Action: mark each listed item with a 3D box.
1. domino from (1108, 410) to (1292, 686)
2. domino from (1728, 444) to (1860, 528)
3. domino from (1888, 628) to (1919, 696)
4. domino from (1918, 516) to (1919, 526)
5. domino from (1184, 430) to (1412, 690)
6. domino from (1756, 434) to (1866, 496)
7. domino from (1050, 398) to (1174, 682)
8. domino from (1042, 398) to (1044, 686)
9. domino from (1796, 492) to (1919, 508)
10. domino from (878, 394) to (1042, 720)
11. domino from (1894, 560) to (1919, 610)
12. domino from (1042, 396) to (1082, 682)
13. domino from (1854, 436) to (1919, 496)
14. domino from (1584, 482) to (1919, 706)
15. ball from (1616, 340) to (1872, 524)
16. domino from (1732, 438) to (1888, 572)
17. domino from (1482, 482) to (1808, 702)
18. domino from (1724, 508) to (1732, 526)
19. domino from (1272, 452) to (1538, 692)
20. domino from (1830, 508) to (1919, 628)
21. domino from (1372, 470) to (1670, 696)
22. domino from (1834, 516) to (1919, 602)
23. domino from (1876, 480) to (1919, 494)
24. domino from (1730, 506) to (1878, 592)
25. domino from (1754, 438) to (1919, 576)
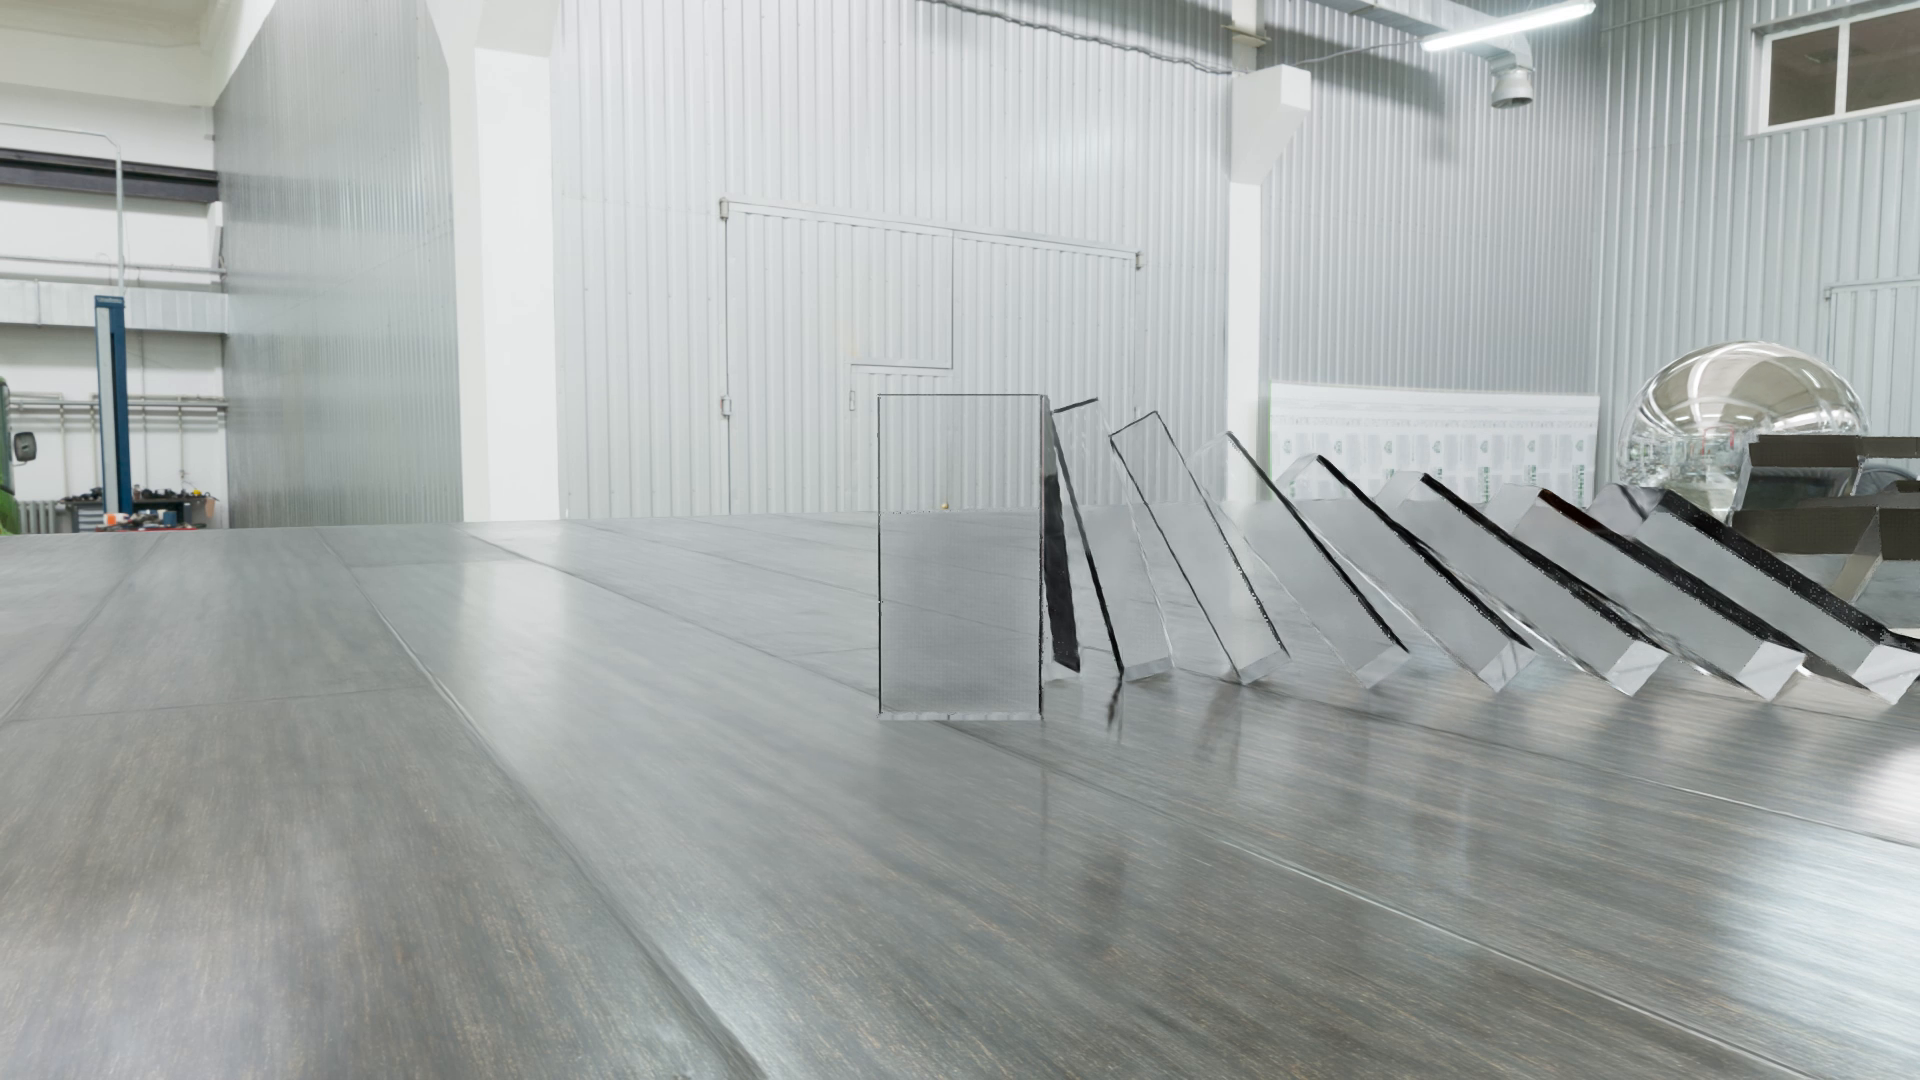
[{"bbox_3d":[0.044,0.001,0.237,0.009,0.050,0.025,-28,0,9],"label":"domino"},{"bbox_3d":[0.237,-0.006,0.368,0.025,0.050,0.010,2,48,21],"label":"domino"},{"bbox_3d":[0.174,0.023,0.204,0.025,0.010,0.050,1,4,7],"label":"domino"},{"bbox_3d":[0.222,0.005,0.273,0.025,0.010,0.050,4,-26,41],"label":"domino"},{"bbox_3d":[0.060,0.003,0.235,0.009,0.050,0.025,-39,-2,9],"label":"domino"},{"bbox_3d":[0.246,-0.009,0.380,0.025,0.050,0.010,2,44,20],"label":"domino"},{"bbox_3d":[0.028,-0.001,0.240,0.009,0.050,0.025,-16,2,9],"label":"domino"},{"bbox_3d":[0.001,0.001,0.221,0.025,0.050,0.010,1,7,12],"label":"domino"},{"bbox_3d":[0.199,0.006,0.266,0.050,0.009,0.025,28,-16,-27],"label":"domino"},{"bbox_3d":[0.000,0.002,0.201,0.025,0.050,0.009,0,4,0],"label":"domino"},{"bbox_3d":[0.254,0.003,0.307,0.025,0.009,0.050,1,-26,0],"label":"domino"},{"bbox_3d":[0.011,-0.001,0.237,0.010,0.050,0.025,-8,6,-14],"label":"domino"},{"bbox_3d":[0.269,-0.009,0.388,0.025,0.050,0.010,1,44,4],"label":"domino"},{"bbox_3d":[0.135,0.008,0.222,0.050,0.009,0.025,33,7,2],"label":"domino"},{"bbox_3d":[0.285,-0.033,0.470,0.080,0.080,0.080,0,4,0],"label":"ball"},{"bbox_3d":[0.272,-0.011,0.412,0.025,0.050,0.009,0,44,5],"label":"domino"},{"bbox_3d":[0.118,0.008,0.226,0.050,0.010,0.025,34,8,5],"label":"domino"},{"bbox_3d":[0.272,-0.012,0.425,0.025,0.050,0.009,0,44,5],"label":"domino"},{"bbox_3d":[0.079,0.005,0.233,0.050,0.010,0.025,43,9,3],"label":"domino"},{"bbox_3d":[0.174,0.009,0.230,0.025,0.009,0.050,2,-23,24],"label":"domino"},{"bbox_3d":[0.098,0.007,0.229,0.050,0.010,0.025,38,8,4],"label":"domino"},{"bbox_3d":[0.253,0.001,0.327,0.025,0.010,0.050,0,-26,-4],"label":"domino"},{"bbox_3d":[0.248,0.000,0.346,0.025,0.010,0.050,0,-26,-3],"label":"domino"},{"bbox_3d":[0.179,0.008,0.256,0.050,0.010,0.025,25,-15,-29],"label":"domino"},{"bbox_3d":[0.272,-0.010,0.400,0.025,0.050,0.010,0,44,5],"label":"domino"}]
